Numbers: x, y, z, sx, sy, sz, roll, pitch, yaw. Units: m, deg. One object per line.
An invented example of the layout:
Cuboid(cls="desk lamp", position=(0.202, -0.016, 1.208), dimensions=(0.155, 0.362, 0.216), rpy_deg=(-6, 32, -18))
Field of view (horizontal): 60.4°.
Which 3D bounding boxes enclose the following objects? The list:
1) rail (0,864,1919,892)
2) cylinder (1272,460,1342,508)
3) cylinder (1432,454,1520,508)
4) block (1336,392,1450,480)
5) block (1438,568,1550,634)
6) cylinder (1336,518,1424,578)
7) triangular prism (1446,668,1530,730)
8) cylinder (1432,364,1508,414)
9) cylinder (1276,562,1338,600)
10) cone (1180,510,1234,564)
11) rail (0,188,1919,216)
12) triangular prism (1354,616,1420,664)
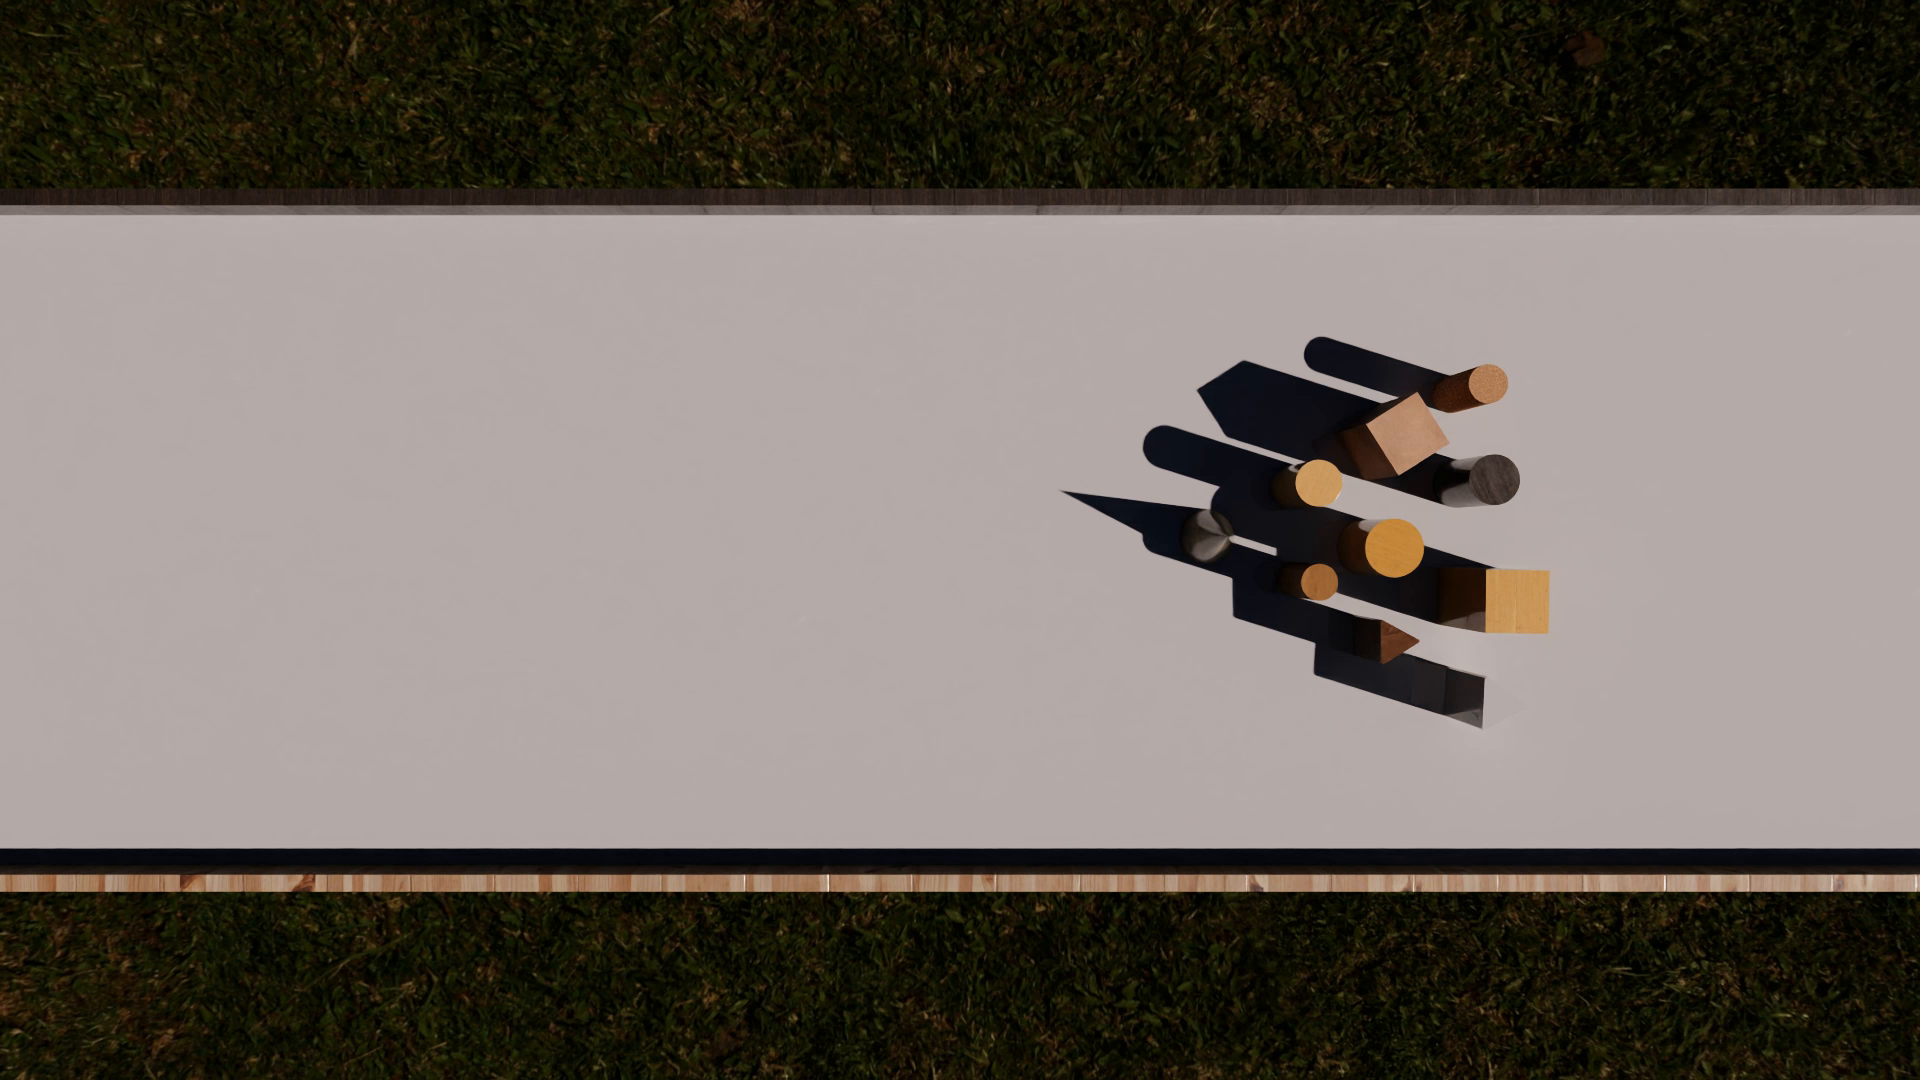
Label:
Cuboid(cls="rail", position=(-2.247, 1.025, 5.001), dimensions=(12.000, 0.150, 0.050), rpy_deg=(0, 90, 0))
Cuboid(cls="cylinder", position=(1.026, -0.162, 4.894), dimensions=(0.134, 0.364, 0.134), rpy_deg=(0, 90, 0))
Cuboid(cls="cylinder", position=(1.527, -0.172, 4.893), dimensions=(0.146, 0.367, 0.146), rpy_deg=(0, 90, 0))
Cuboid(cls="block", position=(1.272, -0.302, 4.880), dimensions=(0.173, 0.392, 0.173), rpy_deg=(-32, 90, 0))
Cuboid(cls="block", position=(1.561, 0.173, 4.847), dimensions=(0.177, 0.458, 0.177), rpy_deg=(1, 90, 0))
Cuboid(cls="cylinder", position=(1.243, 0.023, 4.898), dimensions=(0.169, 0.358, 0.169), rpy_deg=(0, 90, 0))
Cuboid(cls="triangular prism", position=(1.531, 0.449, 4.892), dimensions=(0.151, 0.370, 0.131), rpy_deg=(-27, 90, 0))
Cuboid(cls="cylinder", position=(1.510, -0.446, 4.894), dimensions=(0.113, 0.364, 0.113), rpy_deg=(0, 90, 0))
Cuboid(cls="cylinder", position=(1.025, 0.121, 4.888), dimensions=(0.106, 0.378, 0.106), rpy_deg=(0, 90, 0))
Cuboid(cls="cone", position=(0.760, -0.010, 4.867), dimensions=(0.169, 0.418, 0.169), rpy_deg=(0, 90, 0))
Cuboid(cls="rail", position=(-2.247, -1.025, 5.002), dimensions=(12.000, 0.150, 0.050), rpy_deg=(0, 90, 0))
Cuboid(cls="triangular prism", position=(1.239, 0.277, 4.906), dimensions=(0.124, 0.341, 0.107), rpy_deg=(-32, 90, 0))
